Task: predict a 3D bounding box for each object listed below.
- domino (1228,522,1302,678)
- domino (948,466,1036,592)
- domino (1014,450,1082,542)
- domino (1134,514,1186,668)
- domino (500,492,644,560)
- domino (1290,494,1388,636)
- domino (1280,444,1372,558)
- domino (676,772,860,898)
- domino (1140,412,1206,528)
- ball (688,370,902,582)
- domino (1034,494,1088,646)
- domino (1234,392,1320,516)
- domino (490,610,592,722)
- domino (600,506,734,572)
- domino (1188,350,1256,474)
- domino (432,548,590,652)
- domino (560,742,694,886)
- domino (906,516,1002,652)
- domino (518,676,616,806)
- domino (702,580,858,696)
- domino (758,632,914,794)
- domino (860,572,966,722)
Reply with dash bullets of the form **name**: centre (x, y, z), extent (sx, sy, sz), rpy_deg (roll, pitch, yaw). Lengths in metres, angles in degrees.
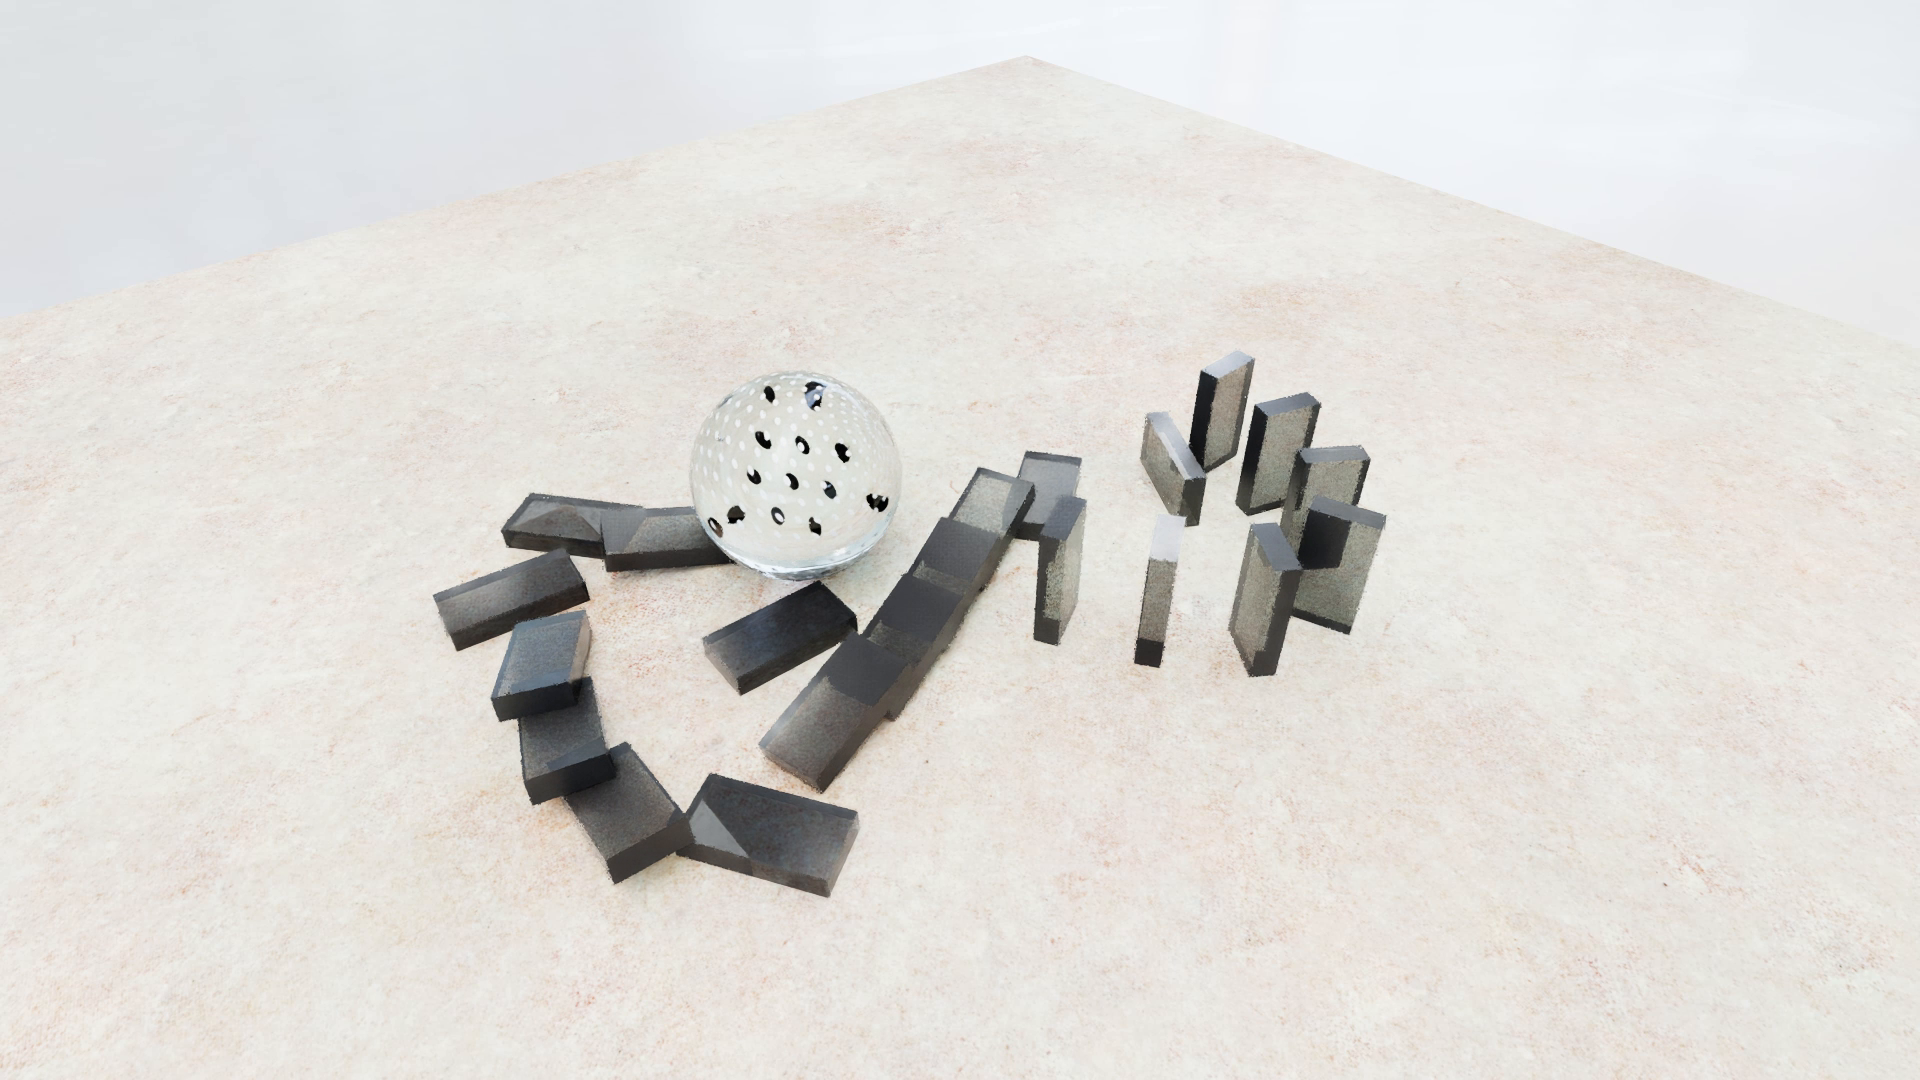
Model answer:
- **domino**: centre (0.106, 0.021, 0.385), extent (0.010, 0.050, 0.025), rpy_deg (-4, 40, -5)
- **domino**: centre (0.008, -0.005, 0.439), extent (0.025, 0.009, 0.050), rpy_deg (18, 58, 21)
- **domino**: centre (0.035, -0.019, 0.466), extent (0.025, 0.010, 0.050), rpy_deg (8, 40, 10)
- **domino**: centre (0.070, 0.018, 0.389), extent (0.010, 0.050, 0.025), rpy_deg (10, 40, 12)
- **domino**: centre (-0.157, -0.006, 0.450), extent (0.050, 0.010, 0.025), rpy_deg (7, 40, 8)
- **domino**: centre (0.136, 0.010, 0.400), extent (0.025, 0.050, 0.009), rpy_deg (19, 43, 22)
- **domino**: centre (0.140, -0.013, 0.427), extent (0.025, 0.050, 0.009), rpy_deg (-4, 39, -5)
- **domino**: centre (-0.059, 0.089, 0.335), extent (0.050, 0.010, 0.025), rpy_deg (11, 41, 13)
- **domino**: centre (0.090, -0.031, 0.469), extent (0.009, 0.025, 0.050), rpy_deg (-7, 40, -8)
- **ball**: centre (-0.062, -0.024, 0.417), extent (0.080, 0.080, 0.080), rpy_deg (0, 39, 0)
- **domino**: centre (0.036, 0.011, 0.398), extent (0.009, 0.050, 0.025), rpy_deg (14, 41, 17)
- **domino**: centre (0.131, -0.035, 0.454), extent (0.025, 0.050, 0.010), rpy_deg (-15, 42, -17)
- **domino**: centre (-0.144, 0.042, 0.381), extent (0.025, 0.010, 0.050), rpy_deg (-12, 27, -7)
- **domino**: centre (-0.115, -0.001, 0.436), extent (0.050, 0.010, 0.025), rpy_deg (-4, 44, -21)
- **domino**: centre (0.113, -0.055, 0.478), extent (0.025, 0.050, 0.010), rpy_deg (-29, 48, -31)
- **domino**: centre (-0.170, 0.022, 0.417), extent (0.050, 0.010, 0.025), rpy_deg (-23, 45, -26)
- **domino**: centre (-0.103, 0.082, 0.334), extent (0.025, 0.009, 0.050), rpy_deg (-25, 31, -28)
- **domino**: centre (-0.006, 0.016, 0.414), extent (0.025, 0.009, 0.050), rpy_deg (18, 58, 21)
- **domino**: centre (-0.128, 0.064, 0.355), extent (0.025, 0.009, 0.050), rpy_deg (-17, 28, -17)
- **domino**: centre (-0.065, 0.035, 0.401), extent (0.050, 0.010, 0.025), rpy_deg (-27, 46, -29)
- **domino**: centre (-0.041, 0.056, 0.364), extent (0.025, 0.009, 0.050), rpy_deg (25, 61, 27)
- **domino**: centre (-0.021, 0.037, 0.388), extent (0.025, 0.010, 0.050), rpy_deg (21, 59, 24)
